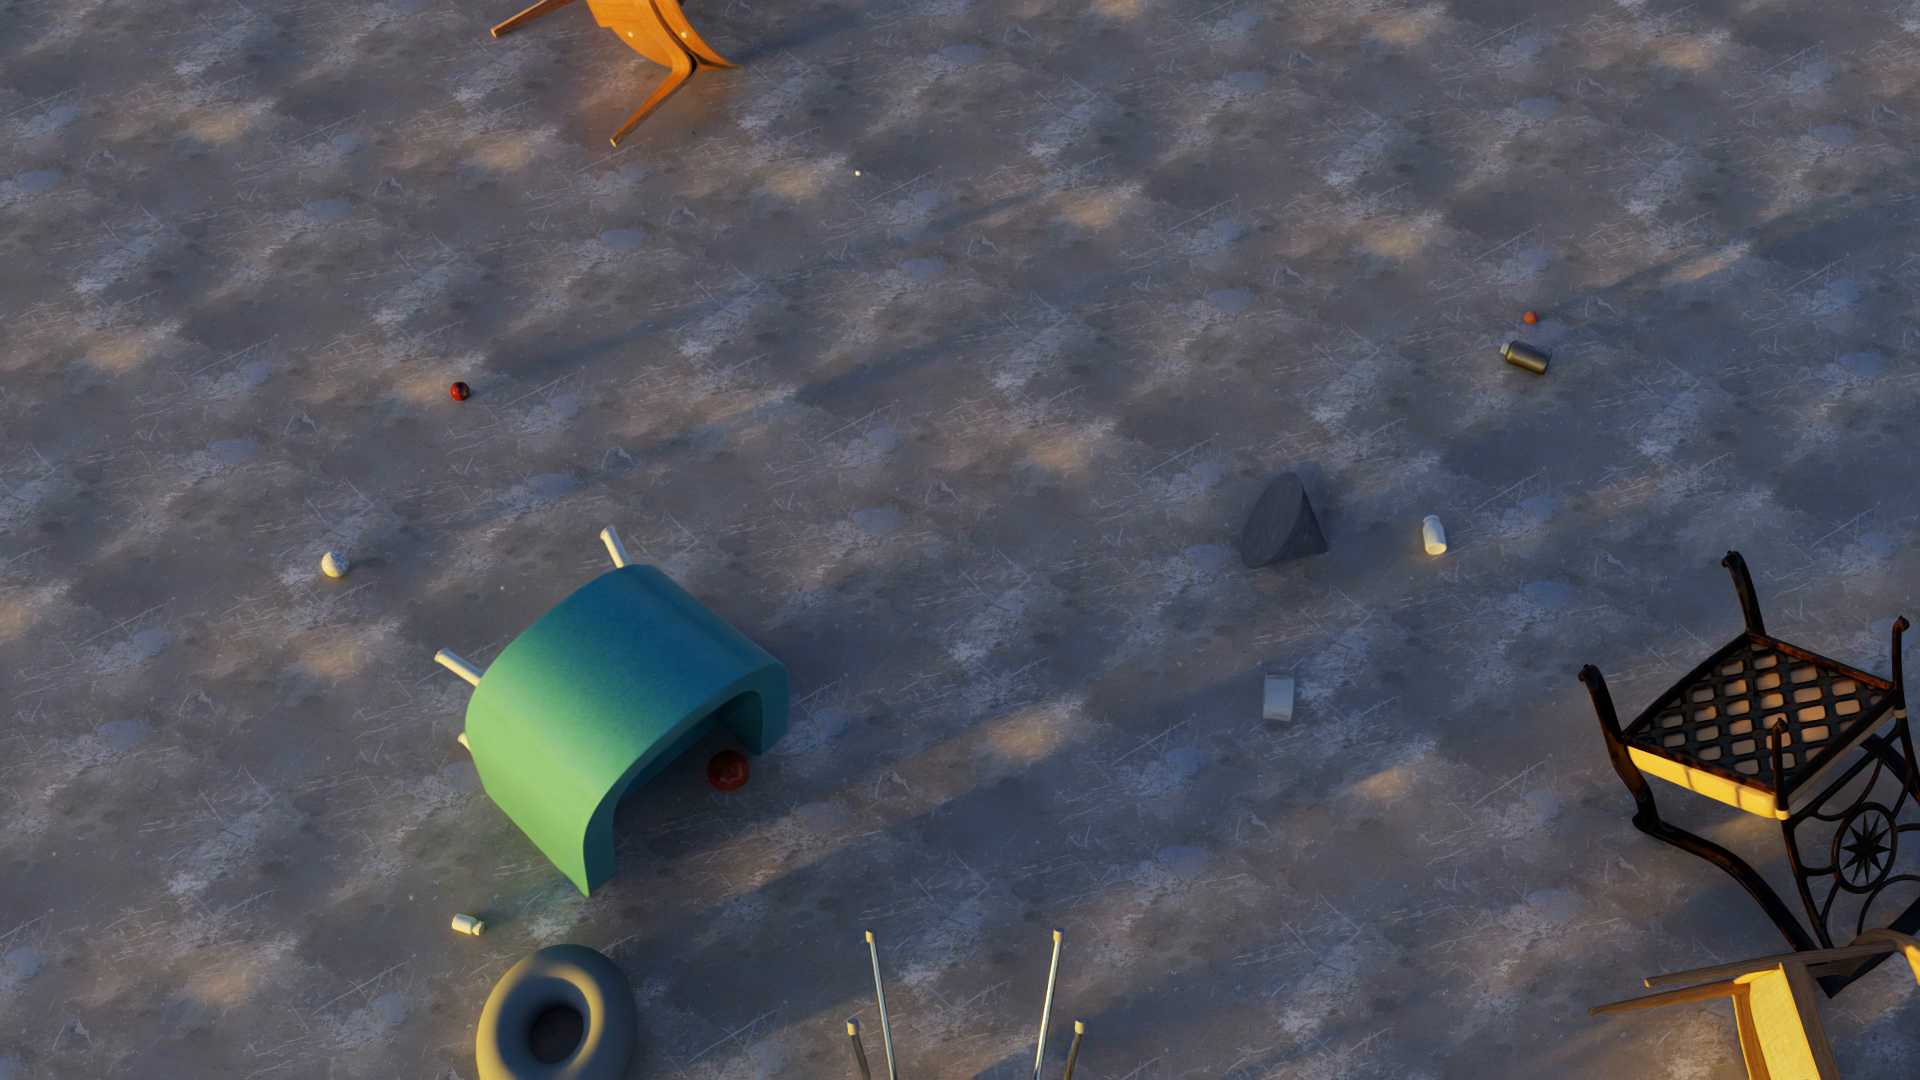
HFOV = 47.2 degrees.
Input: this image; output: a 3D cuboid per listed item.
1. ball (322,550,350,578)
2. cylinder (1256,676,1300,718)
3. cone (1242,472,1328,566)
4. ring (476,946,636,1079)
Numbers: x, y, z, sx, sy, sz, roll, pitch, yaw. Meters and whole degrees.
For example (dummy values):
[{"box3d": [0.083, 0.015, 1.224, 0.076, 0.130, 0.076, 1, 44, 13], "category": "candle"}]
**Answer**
[{"box3d": [-1.839, 0.070, 6.479, 0.080, 0.080, 0.080, 0, 56, 0], "category": "ball"}, {"box3d": [0.900, 0.444, 6.224, 0.078, 0.086, 0.133, 5, 38, 36], "category": "cylinder"}, {"box3d": [1.009, -0.017, 6.515, 0.219, 0.273, 0.314, 27, 65, -21], "category": "cone"}, {"box3d": [-1.031, 1.266, 5.626, 0.405, 0.165, 0.484, 5, 57, 5], "category": "ring"}]
